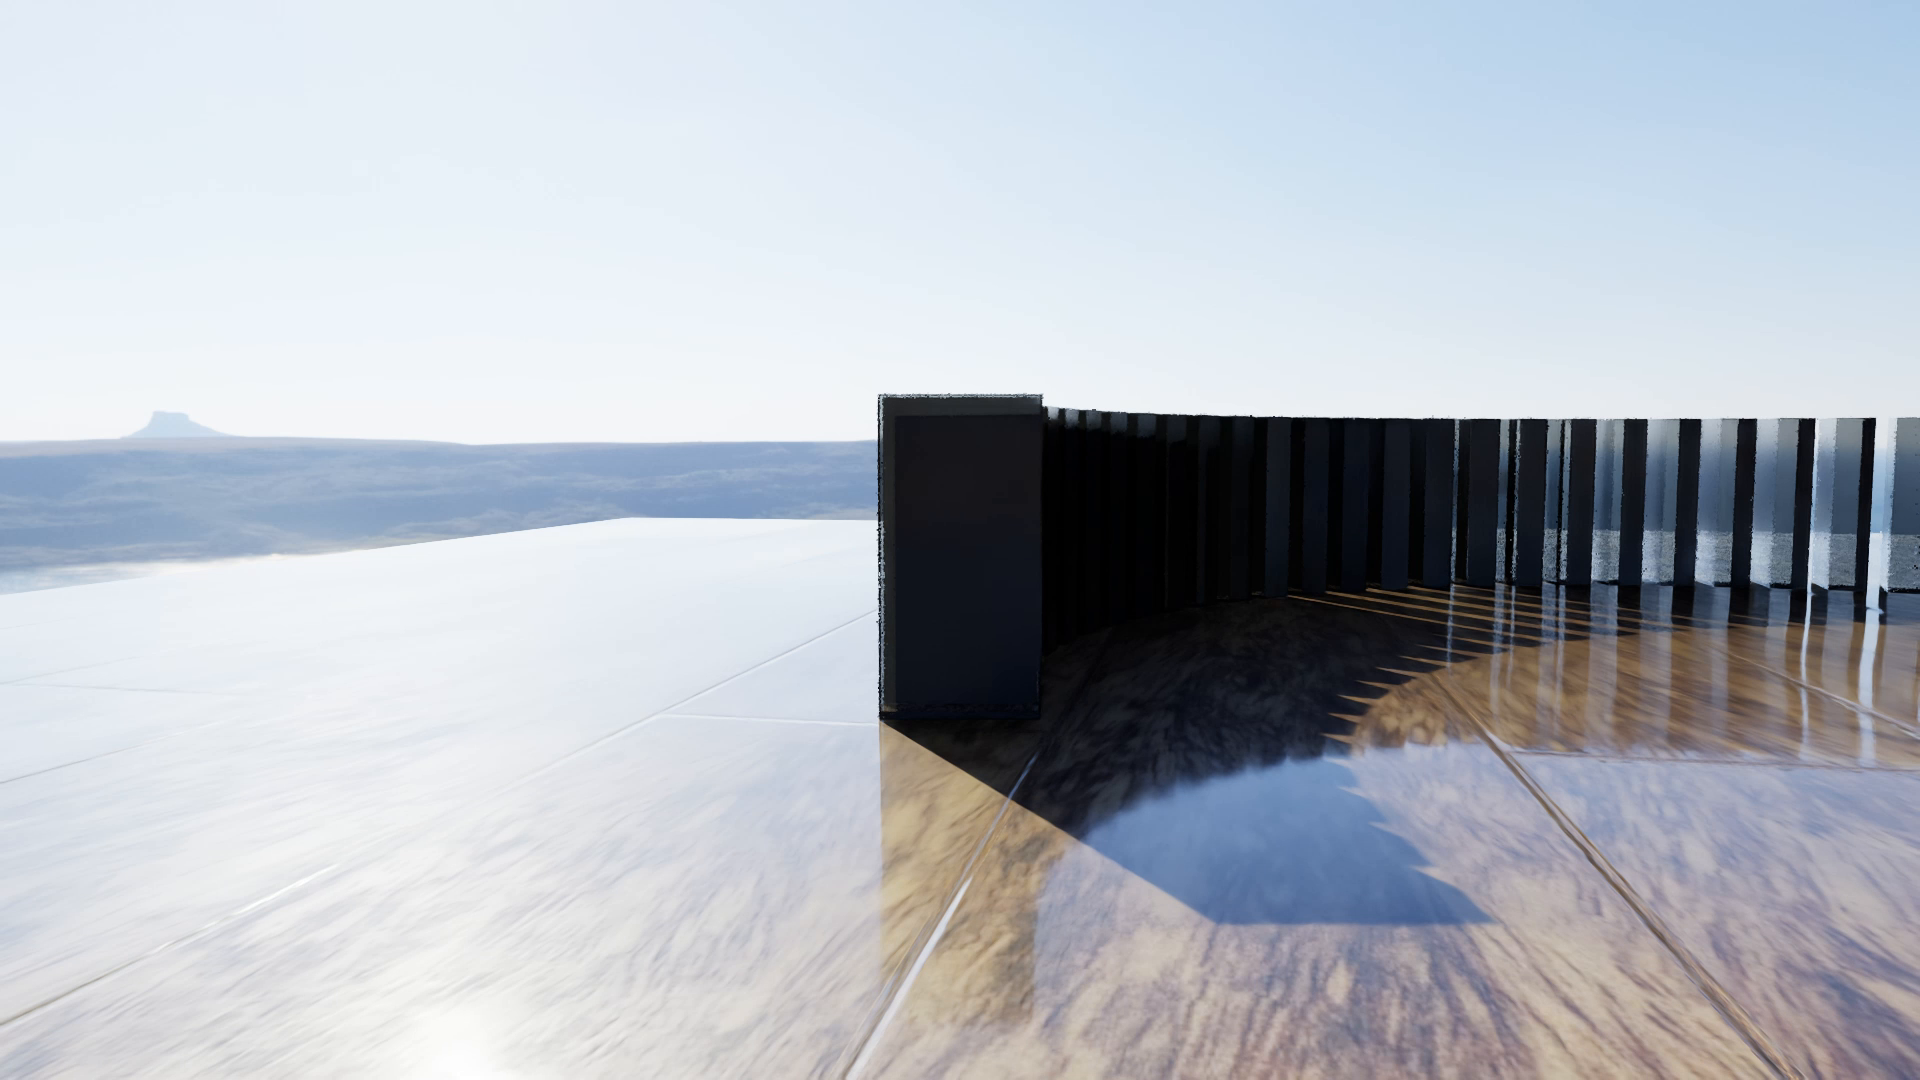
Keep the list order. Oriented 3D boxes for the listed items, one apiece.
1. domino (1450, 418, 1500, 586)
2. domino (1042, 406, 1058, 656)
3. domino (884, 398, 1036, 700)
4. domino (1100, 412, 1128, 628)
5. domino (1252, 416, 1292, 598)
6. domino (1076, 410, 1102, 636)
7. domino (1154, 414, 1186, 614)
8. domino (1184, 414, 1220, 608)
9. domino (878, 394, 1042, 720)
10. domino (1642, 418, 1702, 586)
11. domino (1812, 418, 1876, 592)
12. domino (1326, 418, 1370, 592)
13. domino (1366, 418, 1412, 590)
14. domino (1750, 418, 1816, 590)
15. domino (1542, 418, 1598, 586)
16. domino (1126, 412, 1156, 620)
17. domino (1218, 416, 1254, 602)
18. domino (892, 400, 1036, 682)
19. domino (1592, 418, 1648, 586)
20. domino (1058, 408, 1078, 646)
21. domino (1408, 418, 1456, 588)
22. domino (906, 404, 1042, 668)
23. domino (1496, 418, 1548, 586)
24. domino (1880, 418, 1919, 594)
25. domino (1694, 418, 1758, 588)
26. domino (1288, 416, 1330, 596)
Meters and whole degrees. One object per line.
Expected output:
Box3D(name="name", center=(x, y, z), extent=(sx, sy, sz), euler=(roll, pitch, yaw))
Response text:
Box3D(name="domino", center=(0.153, -0.012, 0.394), extent=(0.009, 0.050, 0.025), euler=(-1, 4, -10))
Box3D(name="domino", center=(0.007, -0.002, 0.263), extent=(0.025, 0.050, 0.009), euler=(1, 4, 17))
Box3D(name="domino", center=(0.000, 0.001, 0.217), extent=(0.025, 0.050, 0.009), euler=(0, 4, 1))
Box3D(name="domino", center=(0.026, -0.005, 0.307), extent=(0.025, 0.050, 0.009), euler=(3, 5, 31))
Box3D(name="domino", center=(0.081, -0.010, 0.364), extent=(0.009, 0.050, 0.025), euler=(-3, 5, -34))
Box3D(name="domino", center=(0.019, -0.004, 0.293), extent=(0.025, 0.050, 0.010), euler=(2, 5, 26))
Box3D(name="domino", center=(0.045, -0.007, 0.332), extent=(0.025, 0.050, 0.009), euler=(4, 6, 41))
Box3D(name="domino", center=(0.056, -0.008, 0.344), extent=(0.010, 0.050, 0.025), euler=(-4, 6, -44))
Box3D(name="domino", center=(0.000, 0.002, 0.201), extent=(0.025, 0.050, 0.009), euler=(0, 4, 0))
Box3D(name="domino", center=(0.217, -0.012, 0.394), extent=(0.009, 0.050, 0.025), euler=(1, 4, 9))
Box3D(name="domino", center=(0.262, -0.011, 0.381), extent=(0.010, 0.050, 0.025), euler=(2, 5, 24))
Box3D(name="domino", center=(0.108, -0.011, 0.379), extent=(0.009, 0.050, 0.025), euler=(-2, 5, -25))
Box3D(name="domino", center=(0.123, -0.011, 0.385), extent=(0.009, 0.050, 0.025), euler=(-2, 5, -20))
Box3D(name="domino", center=(0.248, -0.011, 0.387), extent=(0.009, 0.050, 0.025), euler=(1, 5, 18))
Box3D(name="domino", center=(0.185, -0.012, 0.397), extent=(0.010, 0.050, 0.025), euler=(0, 4, -1))
Box3D(name="domino", center=(0.035, -0.006, 0.320), extent=(0.025, 0.050, 0.009), euler=(3, 5, 36))
Box3D(name="domino", center=(0.068, -0.009, 0.354), extent=(0.010, 0.050, 0.025), euler=(-4, 6, -39))
Box3D(name="domino", center=(0.001, 0.000, 0.232), extent=(0.025, 0.050, 0.009), euler=(0, 4, 4))
Box3D(name="domino", center=(0.201, -0.012, 0.396), extent=(0.009, 0.050, 0.025), euler=(0, 4, 4))
Box3D(name="domino", center=(0.012, -0.003, 0.278), extent=(0.025, 0.050, 0.009), euler=(2, 5, 22))
Box3D(name="domino", center=(0.138, -0.012, 0.390), extent=(0.009, 0.050, 0.025), euler=(-1, 4, -15))
Box3D(name="domino", center=(0.003, -0.001, 0.248), extent=(0.025, 0.050, 0.009), euler=(1, 4, 11))
Box3D(name="domino", center=(0.169, -0.012, 0.396), extent=(0.010, 0.050, 0.025), euler=(0, 4, -6))
Box3D(name="domino", center=(0.276, -0.010, 0.374), extent=(0.009, 0.050, 0.025), euler=(3, 5, 31))
Box3D(name="domino", center=(0.232, -0.012, 0.391), extent=(0.010, 0.050, 0.025), euler=(1, 4, 14))
Box3D(name="domino", center=(0.094, -0.010, 0.372), extent=(0.010, 0.050, 0.025), euler=(-2, 5, -29))
